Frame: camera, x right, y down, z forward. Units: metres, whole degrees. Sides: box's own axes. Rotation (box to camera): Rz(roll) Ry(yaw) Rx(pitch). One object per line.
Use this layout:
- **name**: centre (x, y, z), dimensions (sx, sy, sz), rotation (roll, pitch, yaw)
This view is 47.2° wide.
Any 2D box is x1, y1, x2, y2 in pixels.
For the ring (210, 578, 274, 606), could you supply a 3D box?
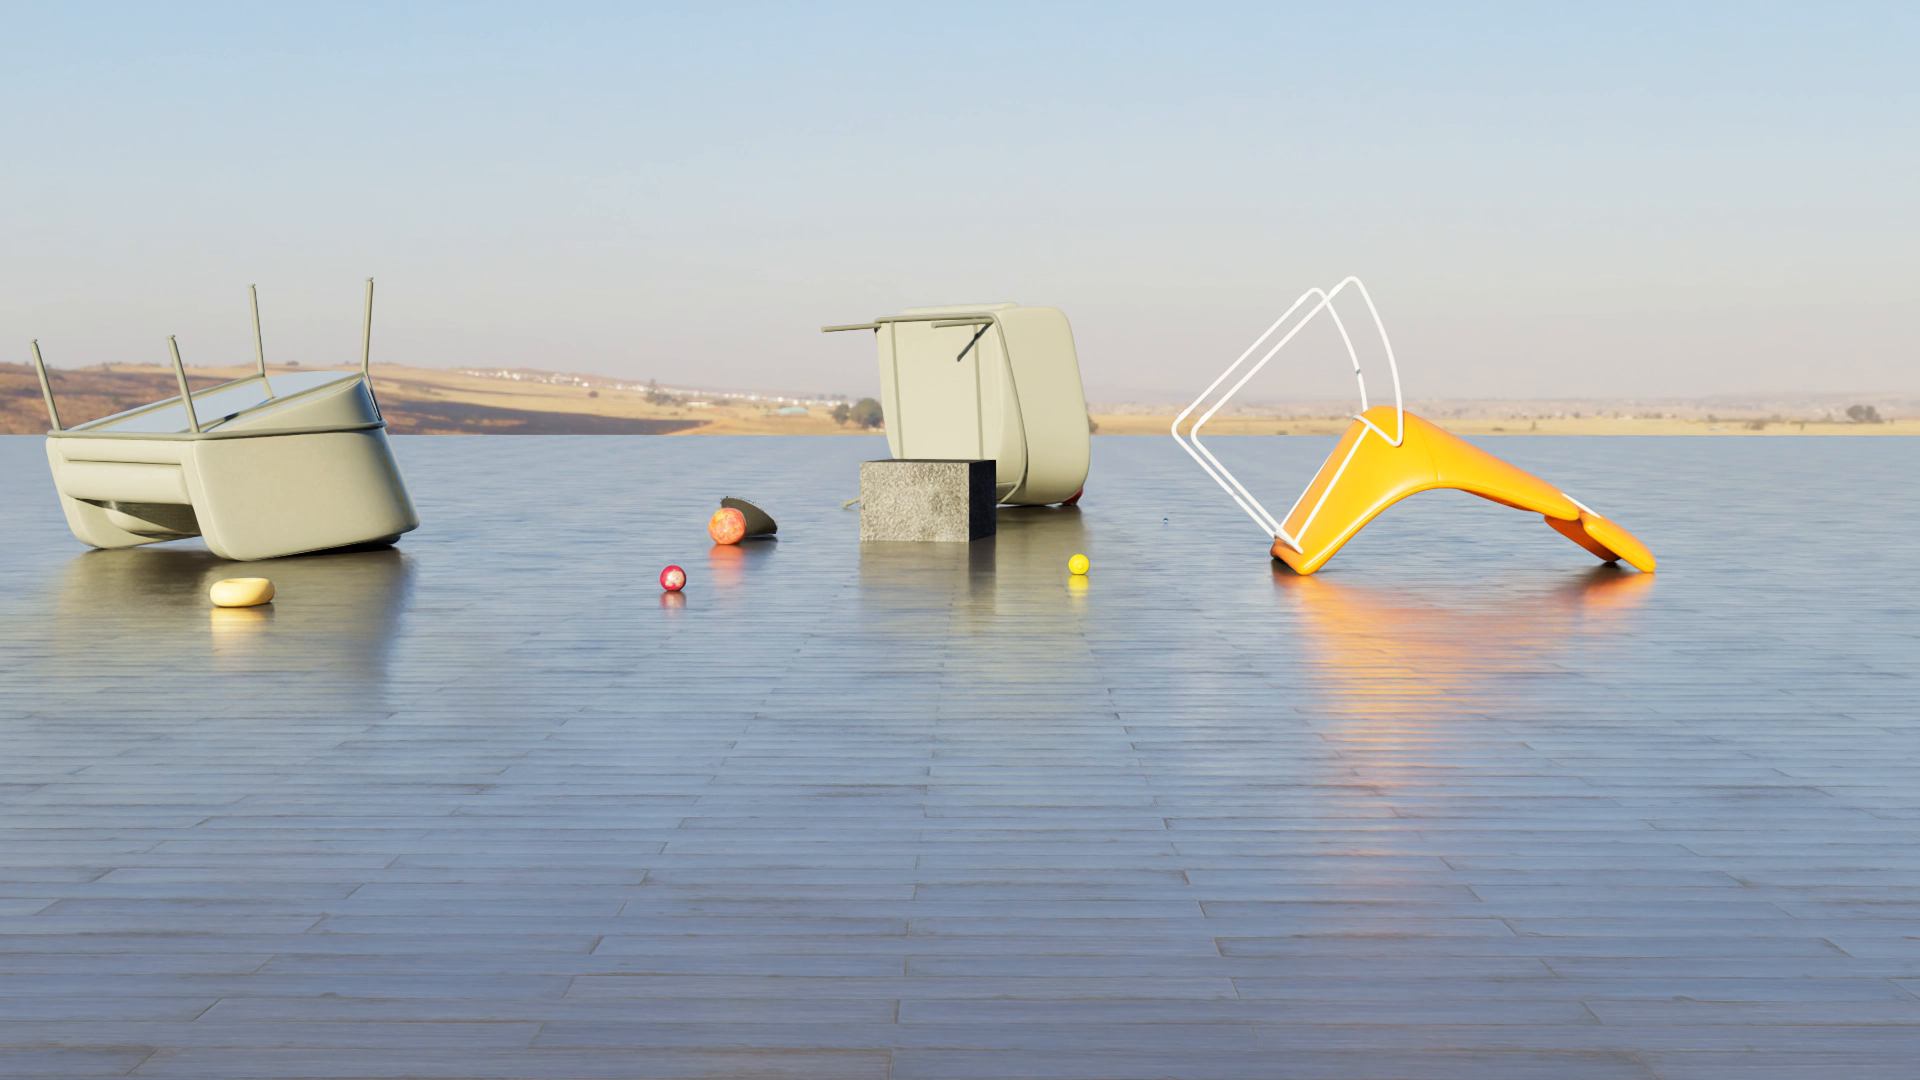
- **ring**: centre (-1.500, 0.109, 4.601), dimensions (0.112, 0.049, 0.196), rotation (2, 3, 6)

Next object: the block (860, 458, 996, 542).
- **block**: centre (-0.093, -0.125, 6.672), dimensions (0.334, 0.231, 0.353), rotation (1, 4, 14)

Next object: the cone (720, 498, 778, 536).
- **cone**: centre (-0.664, -0.043, 6.741), dimensions (0.194, 0.074, 0.190), rotation (30, -24, -9)
